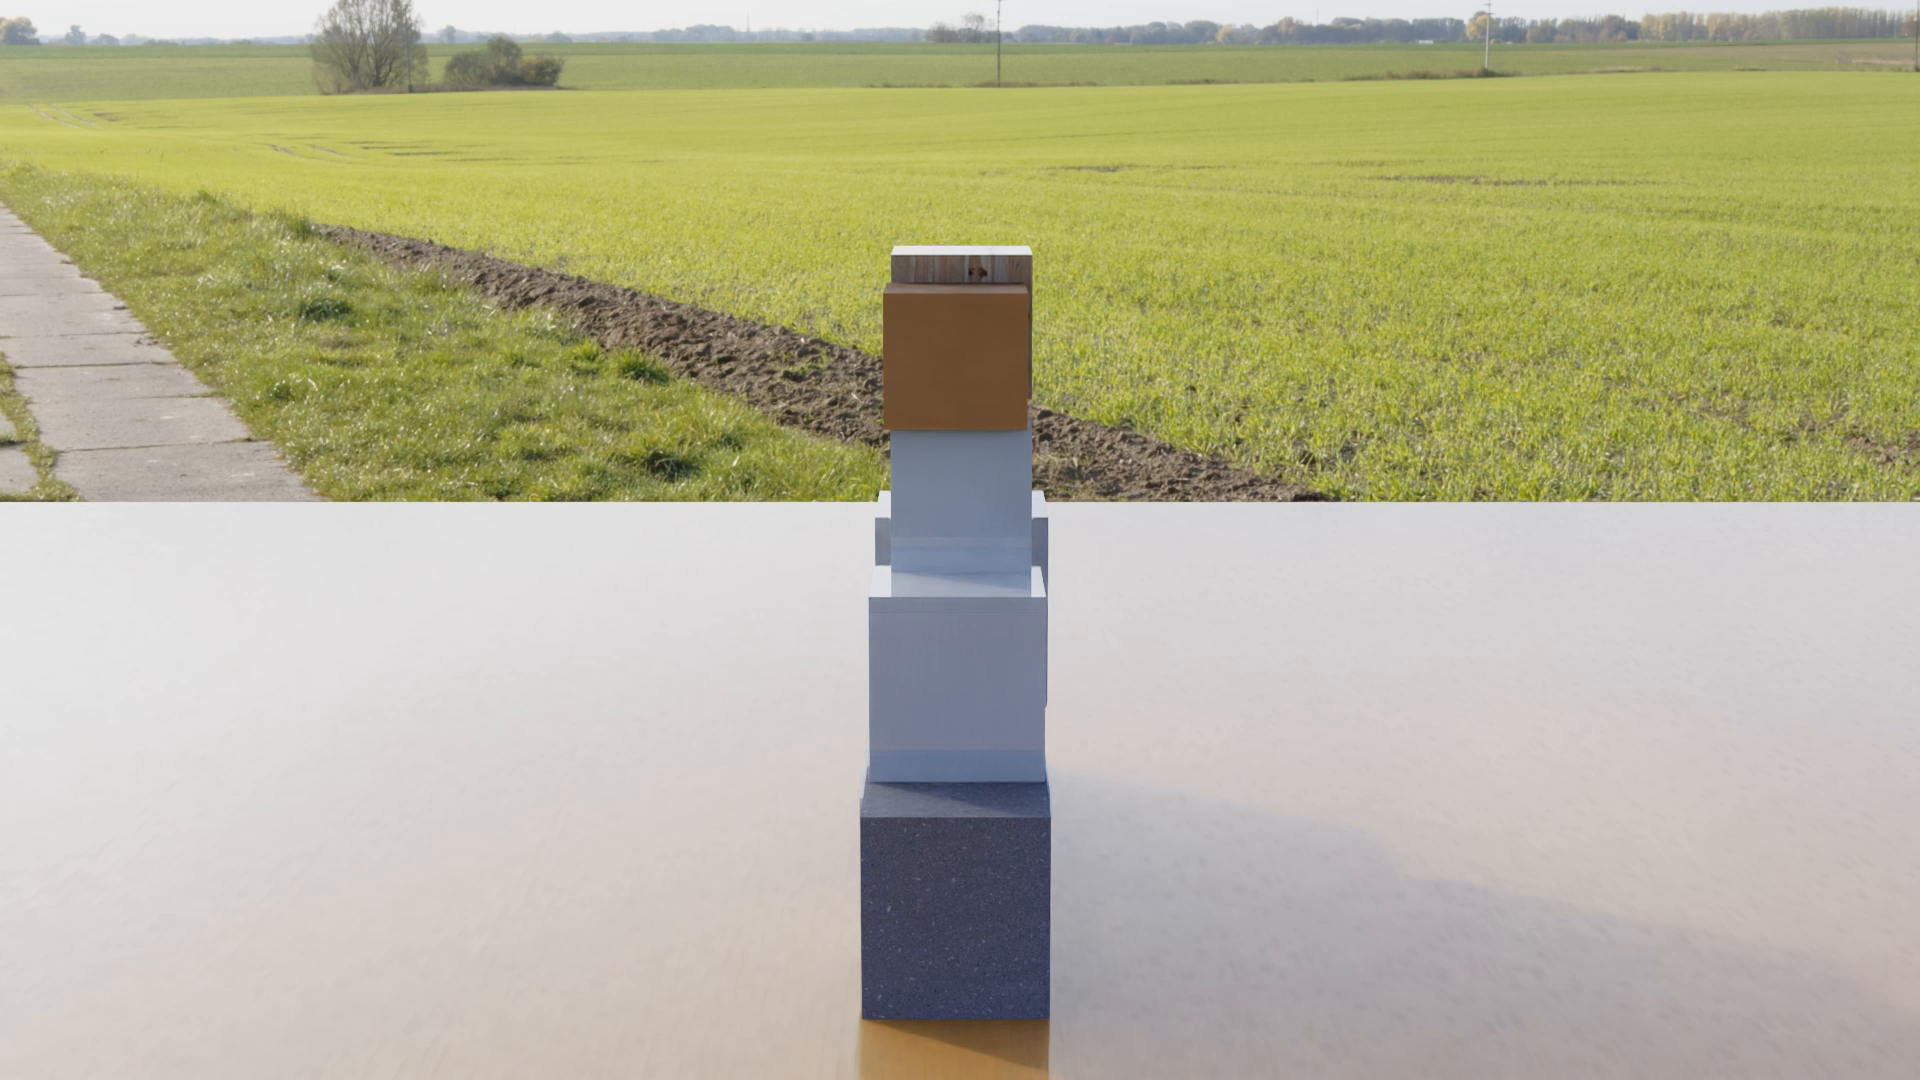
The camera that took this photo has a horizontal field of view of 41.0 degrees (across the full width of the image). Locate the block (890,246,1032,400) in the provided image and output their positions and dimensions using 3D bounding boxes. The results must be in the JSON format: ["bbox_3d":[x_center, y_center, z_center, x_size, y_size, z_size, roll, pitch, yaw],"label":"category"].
[{"bbox_3d":[0.007,-0.943,11.049,0.591,0.609,0.603,0,10,0],"label":"block"}]

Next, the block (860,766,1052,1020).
[{"bbox_3d":[-0.016,1.352,9.928,0.706,0.787,0.705,0,10,0],"label":"block"}]

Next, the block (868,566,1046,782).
[{"bbox_3d":[-0.011,0.522,10.272,0.682,0.729,0.717,0,9,0],"label":"block"}]

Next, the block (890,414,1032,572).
[{"bbox_3d":[0.005,-0.203,10.614,0.570,0.591,0.516,0,10,0],"label":"block"}]

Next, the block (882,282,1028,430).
[{"bbox_3d":[-0.018,-0.758,10.485,0.574,0.544,0.573,0,10,0],"label":"block"}]

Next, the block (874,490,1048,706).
[{"bbox_3d":[0.007,0.253,11.586,0.755,0.844,0.751,0,10,0],"label":"block"}]

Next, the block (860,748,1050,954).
[{"bbox_3d":[-0.020,1.284,10.670,0.763,0.656,0.760,0,10,0],"label":"block"}]
